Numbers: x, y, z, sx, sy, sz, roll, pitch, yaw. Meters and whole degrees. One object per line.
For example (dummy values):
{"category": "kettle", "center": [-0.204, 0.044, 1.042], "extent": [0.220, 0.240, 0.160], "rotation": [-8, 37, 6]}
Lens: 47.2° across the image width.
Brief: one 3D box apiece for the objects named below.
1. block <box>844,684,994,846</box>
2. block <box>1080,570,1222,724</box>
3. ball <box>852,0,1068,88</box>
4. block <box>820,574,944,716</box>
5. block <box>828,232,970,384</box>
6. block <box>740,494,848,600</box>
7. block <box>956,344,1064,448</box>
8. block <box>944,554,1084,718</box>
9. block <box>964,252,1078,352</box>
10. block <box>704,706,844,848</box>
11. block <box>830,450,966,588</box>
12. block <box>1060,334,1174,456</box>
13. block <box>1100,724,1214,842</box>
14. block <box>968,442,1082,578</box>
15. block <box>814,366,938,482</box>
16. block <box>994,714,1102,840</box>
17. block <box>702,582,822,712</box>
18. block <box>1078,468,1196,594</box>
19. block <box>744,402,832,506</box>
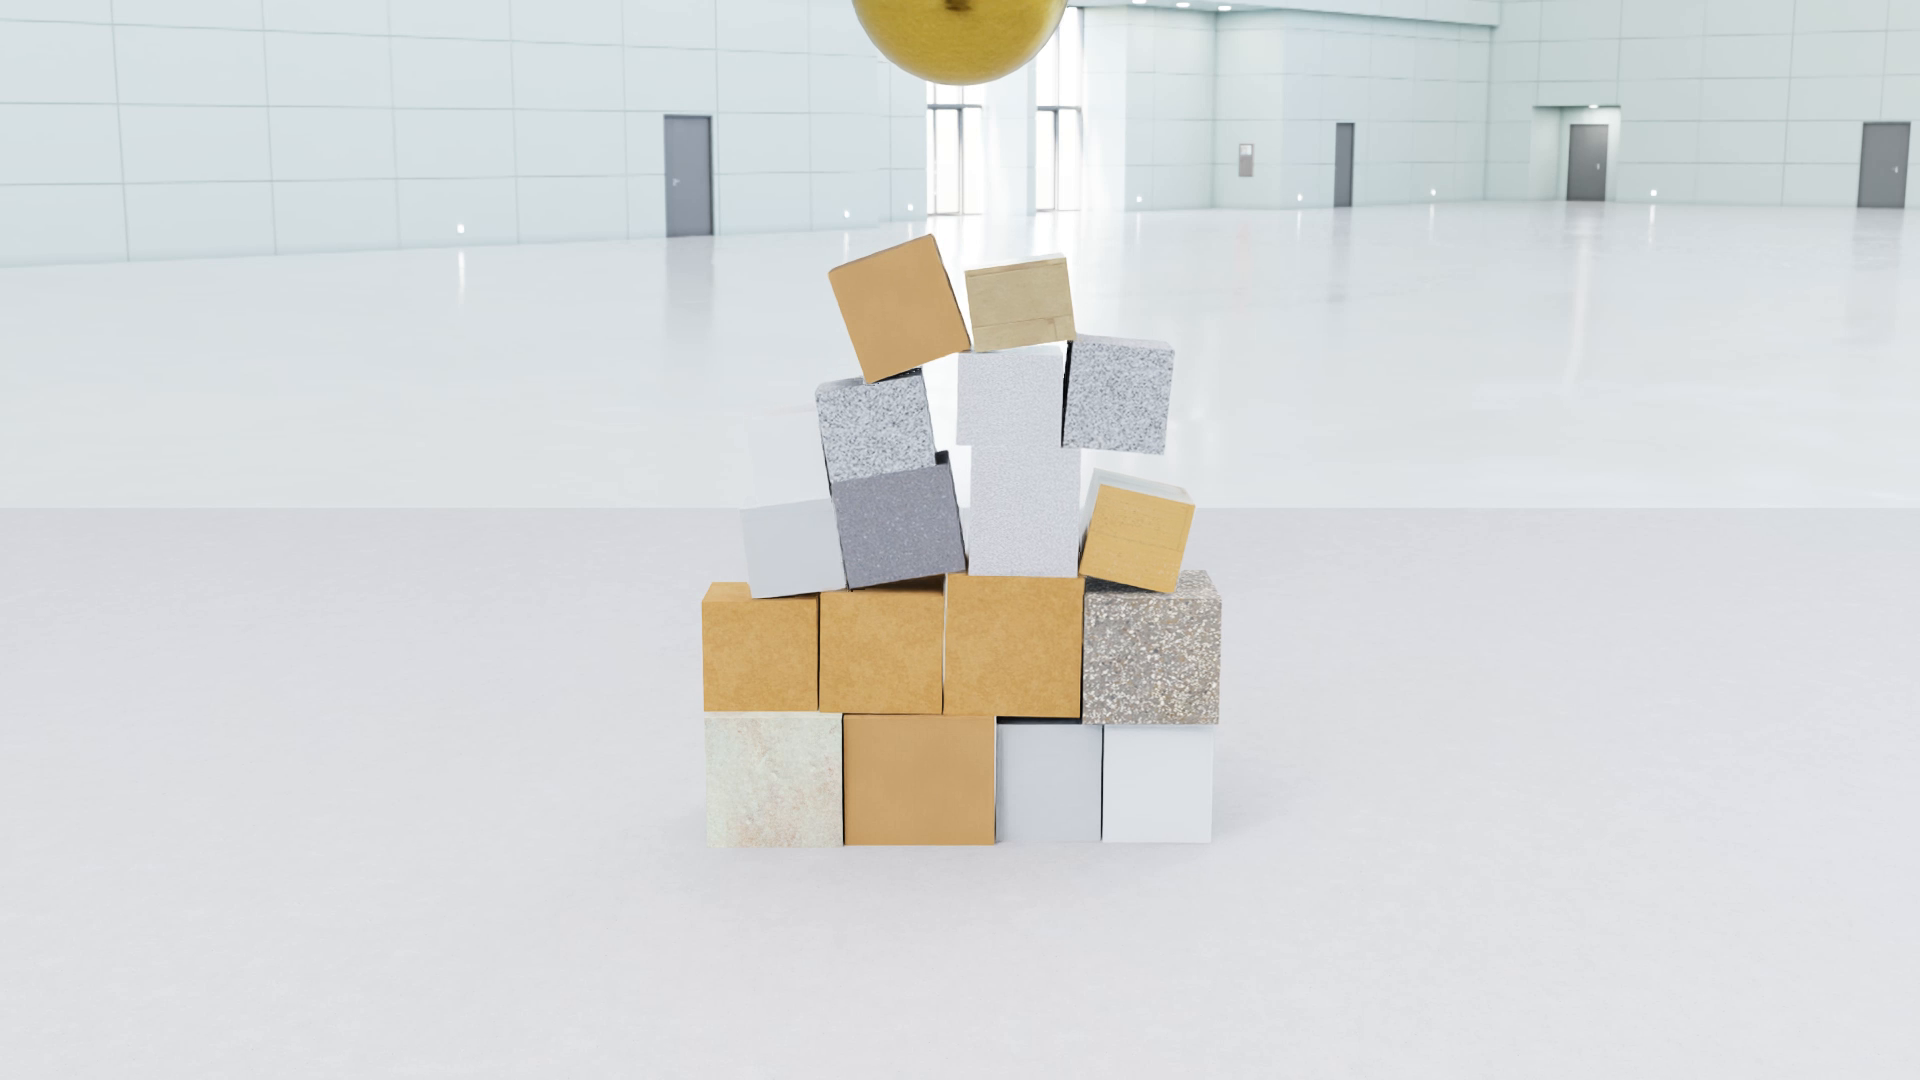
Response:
{"category": "block", "center": [-0.204, 1.151, 11.387], "extent": [0.754, 0.660, 0.726], "rotation": [0, 10, 0]}
{"category": "block", "center": [0.954, 0.539, 11.282], "extent": [0.679, 0.640, 0.742], "rotation": [0, 10, 0]}
{"category": "ball", "center": [0.000, -4.036, 15.635], "extent": [1.600, 1.600, 1.600], "rotation": [0, 10, 0]}
{"category": "block", "center": [-0.392, 0.521, 11.278], "extent": [0.614, 0.605, 0.597], "rotation": [1, 10, 0]}
{"category": "block", "center": [-0.295, -1.164, 10.983], "extent": [0.539, 0.572, 0.537], "rotation": [-19, 10, 3]}
{"category": "block", "center": [-0.834, 0.005, 11.186], "extent": [0.474, 0.462, 0.449], "rotation": [-7, 10, 1]}
{"category": "block", "center": [0.243, -0.731, 11.041], "extent": [0.517, 0.456, 0.529], "rotation": [1, 10, 0]}
{"category": "block", "center": [0.268, 0.481, 11.254], "extent": [0.682, 0.711, 0.588], "rotation": [1, 10, 0]}
{"category": "block", "center": [0.295, -1.187, 10.947], "extent": [0.505, 0.404, 0.466], "rotation": [-8, 10, 1]}
{"category": "block", "center": [-0.931, 1.149, 11.371], "extent": [0.680, 0.671, 0.756], "rotation": [0, 10, 0]}
{"category": "block", "center": [-0.305, -0.113, 11.177], "extent": [0.591, 0.541, 0.514], "rotation": [-9, 10, 2]}
{"category": "block", "center": [0.778, -0.737, 11.028], "extent": [0.499, 0.521, 0.491], "rotation": [5, 10, -1]}
{"category": "block", "center": [0.998, 1.163, 11.400], "extent": [0.548, 0.631, 0.654], "rotation": [0, 10, 0]}
{"category": "block", "center": [0.320, -0.185, 11.133], "extent": [0.541, 0.646, 0.546], "rotation": [1, 10, 0]}
{"category": "block", "center": [-0.417, -0.585, 11.061], "extent": [0.531, 0.453, 0.448], "rotation": [-9, 10, 2]}
{"category": "block", "center": [0.448, 1.174, 11.413], "extent": [0.530, 0.606, 0.608], "rotation": [0, 10, 0]}
{"category": "block", "center": [-1.003, 0.540, 11.261], "extent": [0.573, 0.565, 0.499], "rotation": [0, 10, 0]}
{"category": "block", "center": [0.877, -0.052, 11.175], "extent": [0.485, 0.462, 0.544], "rotation": [13, 10, -2]}
{"category": "block", "center": [-0.856, -0.440, 11.117], "extent": [0.367, 0.436, 0.389], "rotation": [-7, 10, 1]}
